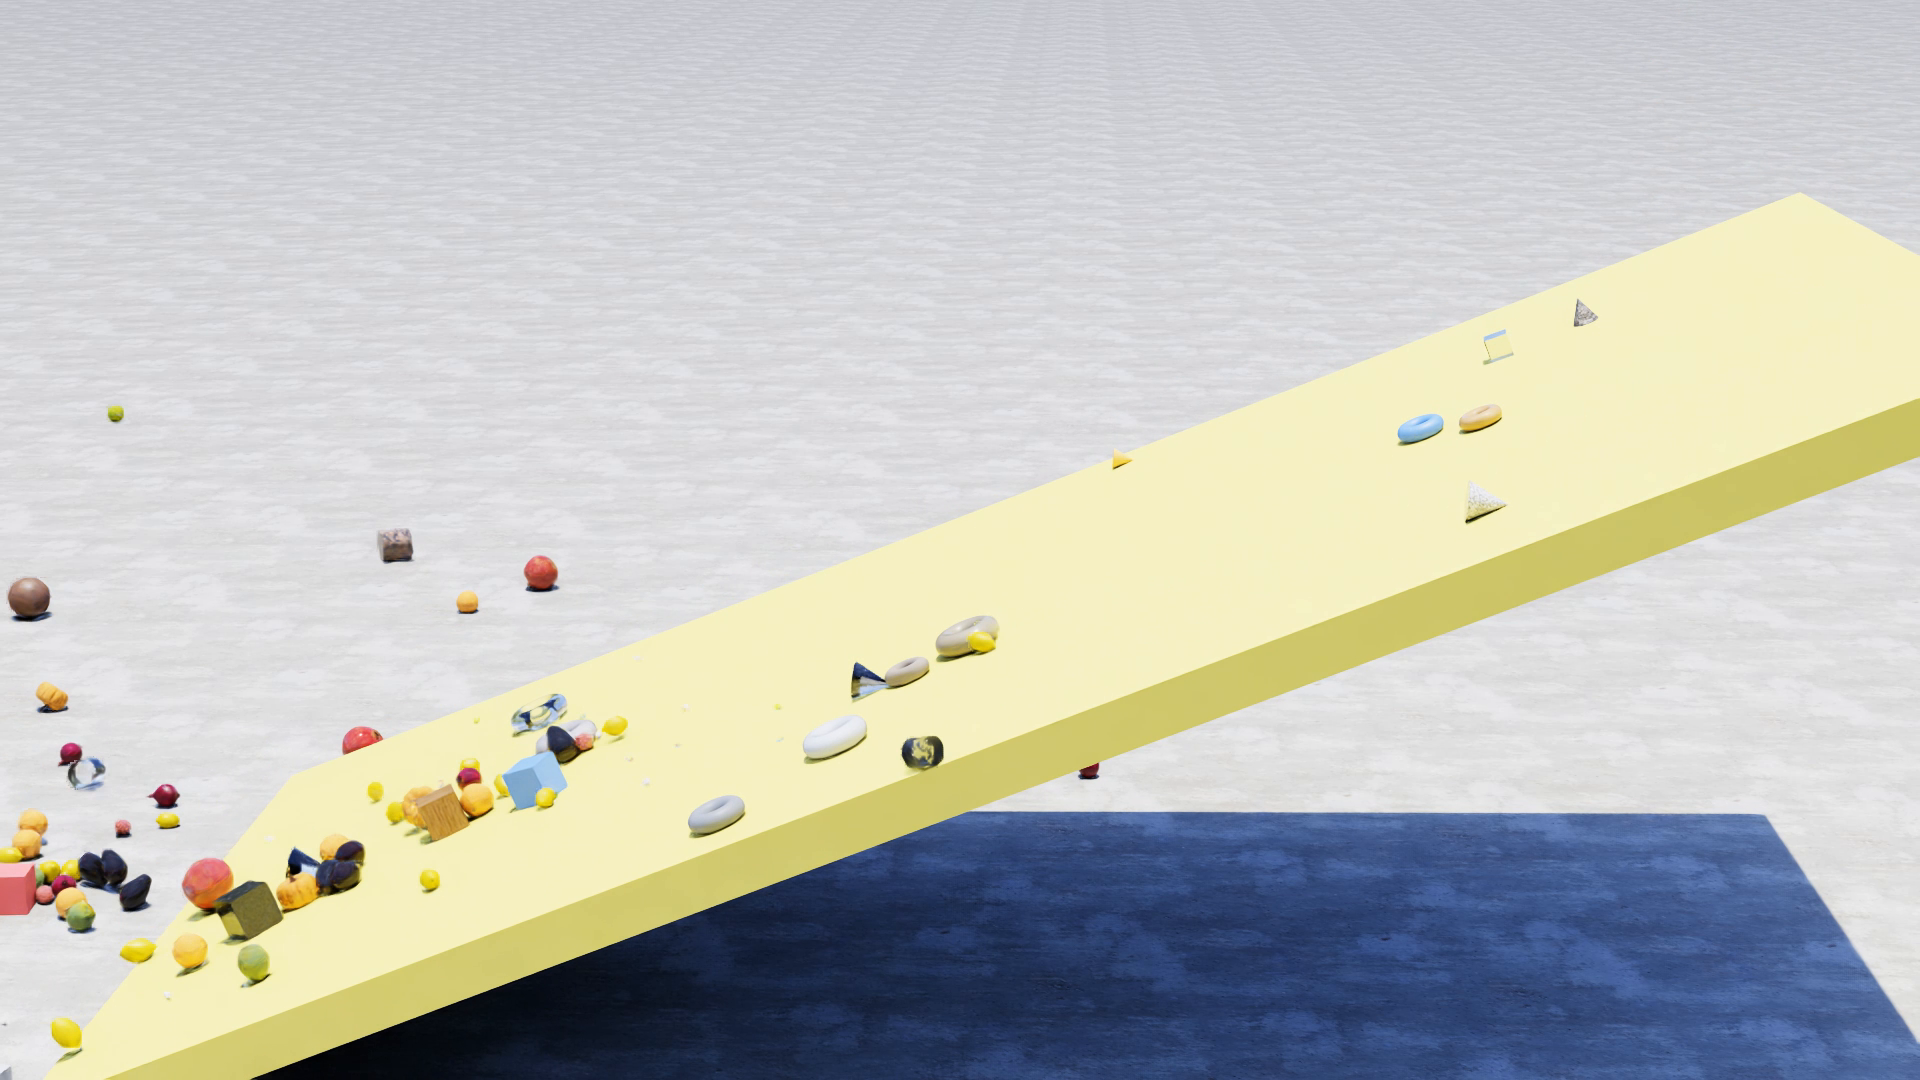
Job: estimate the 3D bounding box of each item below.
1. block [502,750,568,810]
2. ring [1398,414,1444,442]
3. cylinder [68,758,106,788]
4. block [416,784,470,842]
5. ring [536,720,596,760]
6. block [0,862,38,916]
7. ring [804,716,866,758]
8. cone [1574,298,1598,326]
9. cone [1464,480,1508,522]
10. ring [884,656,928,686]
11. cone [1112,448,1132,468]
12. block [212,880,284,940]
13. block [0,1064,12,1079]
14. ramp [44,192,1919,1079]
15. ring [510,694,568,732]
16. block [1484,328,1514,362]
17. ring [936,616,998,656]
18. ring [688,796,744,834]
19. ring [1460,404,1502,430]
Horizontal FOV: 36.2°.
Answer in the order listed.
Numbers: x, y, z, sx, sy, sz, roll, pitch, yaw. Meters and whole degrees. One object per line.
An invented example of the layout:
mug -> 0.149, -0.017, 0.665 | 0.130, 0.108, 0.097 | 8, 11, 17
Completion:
block -> -0.902, 0.511, 6.242 | 0.084, 0.084, 0.084 | -16, 14, 28
ring -> 0.972, -0.236, 6.209 | 0.102, 0.034, 0.102 | -21, 13, 5
cylinder -> -2.285, 0.609, 7.694 | 0.070, 0.070, 0.070 | 3, 8, 11
block -> -1.108, 0.584, 6.296 | 0.084, 0.084, 0.084 | -25, 12, -11
ring -> -0.881, 0.446, 6.571 | 0.146, 0.049, 0.146 | -21, 13, 5
block -> -2.209, 0.812, 6.843 | 0.094, 0.094, 0.094 | -1, 14, -3
ring -> -0.243, 0.382, 5.704 | 0.134, 0.045, 0.134 | -23, 11, 5
cone -> 1.395, -0.517, 6.599 | 0.059, 0.059, 0.059 | -22, 12, 5
cone -> 0.981, -0.069, 5.466 | 0.078, 0.078, 0.078 | 6, 14, 5
ring -> -0.108, 0.267, 5.985 | 0.097, 0.032, 0.097 | -22, 11, 4
cone -> 0.395, -0.195, 7.101 | 0.050, 0.050, 0.050 | 5, 14, 2
block -> -1.487, 0.774, 6.144 | 0.090, 0.090, 0.090 | -31, 15, -35
block -> -1.924, 1.079, 5.846 | 0.057, 0.057, 0.057 | 3, 14, 12
ramp -> 0.125, 0.173, 6.290 | 4.000, 0.100, 2.000 | -21, 12, 7
ring -> -0.992, 0.408, 6.938 | 0.145, 0.048, 0.145 | -23, 11, 5
block -> 1.209, -0.435, 6.599 | 0.052, 0.052, 0.052 | -20, 12, 14
ring -> 0.015, 0.197, 6.033 | 0.140, 0.047, 0.140 | -22, 11, 4
ring -> -0.458, 0.516, 5.528 | 0.114, 0.038, 0.114 | -21, 13, 5
ring -> 1.079, -0.253, 6.097 | 0.094, 0.031, 0.094 | -22, 11, 4
